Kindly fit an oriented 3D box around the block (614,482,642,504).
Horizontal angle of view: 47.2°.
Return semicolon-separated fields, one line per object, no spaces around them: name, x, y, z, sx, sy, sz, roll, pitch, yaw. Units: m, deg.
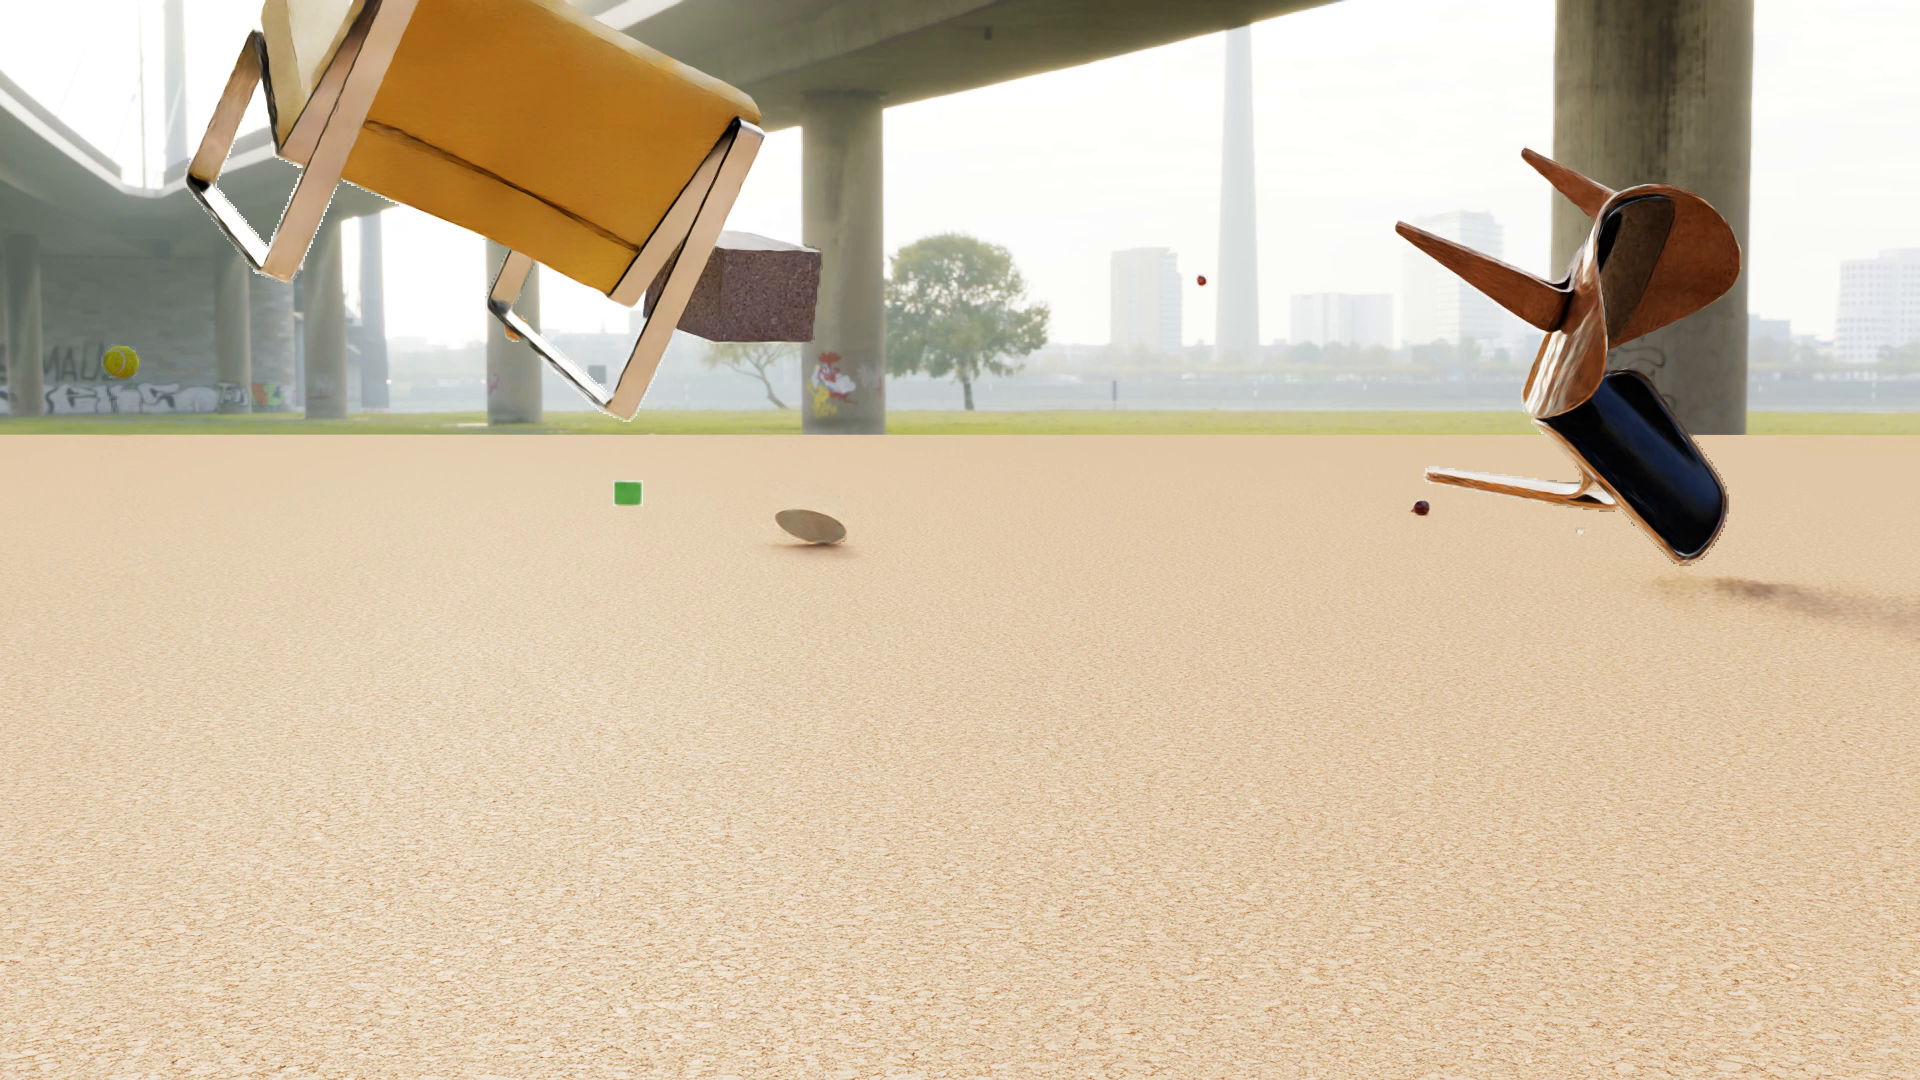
block;-0.979;-0.138;6.482;0.039;0.068;0.077;1;1;30

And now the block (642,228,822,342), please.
block;-0.618;-0.690;5.945;0.318;0.245;0.347;-5;18;-41
